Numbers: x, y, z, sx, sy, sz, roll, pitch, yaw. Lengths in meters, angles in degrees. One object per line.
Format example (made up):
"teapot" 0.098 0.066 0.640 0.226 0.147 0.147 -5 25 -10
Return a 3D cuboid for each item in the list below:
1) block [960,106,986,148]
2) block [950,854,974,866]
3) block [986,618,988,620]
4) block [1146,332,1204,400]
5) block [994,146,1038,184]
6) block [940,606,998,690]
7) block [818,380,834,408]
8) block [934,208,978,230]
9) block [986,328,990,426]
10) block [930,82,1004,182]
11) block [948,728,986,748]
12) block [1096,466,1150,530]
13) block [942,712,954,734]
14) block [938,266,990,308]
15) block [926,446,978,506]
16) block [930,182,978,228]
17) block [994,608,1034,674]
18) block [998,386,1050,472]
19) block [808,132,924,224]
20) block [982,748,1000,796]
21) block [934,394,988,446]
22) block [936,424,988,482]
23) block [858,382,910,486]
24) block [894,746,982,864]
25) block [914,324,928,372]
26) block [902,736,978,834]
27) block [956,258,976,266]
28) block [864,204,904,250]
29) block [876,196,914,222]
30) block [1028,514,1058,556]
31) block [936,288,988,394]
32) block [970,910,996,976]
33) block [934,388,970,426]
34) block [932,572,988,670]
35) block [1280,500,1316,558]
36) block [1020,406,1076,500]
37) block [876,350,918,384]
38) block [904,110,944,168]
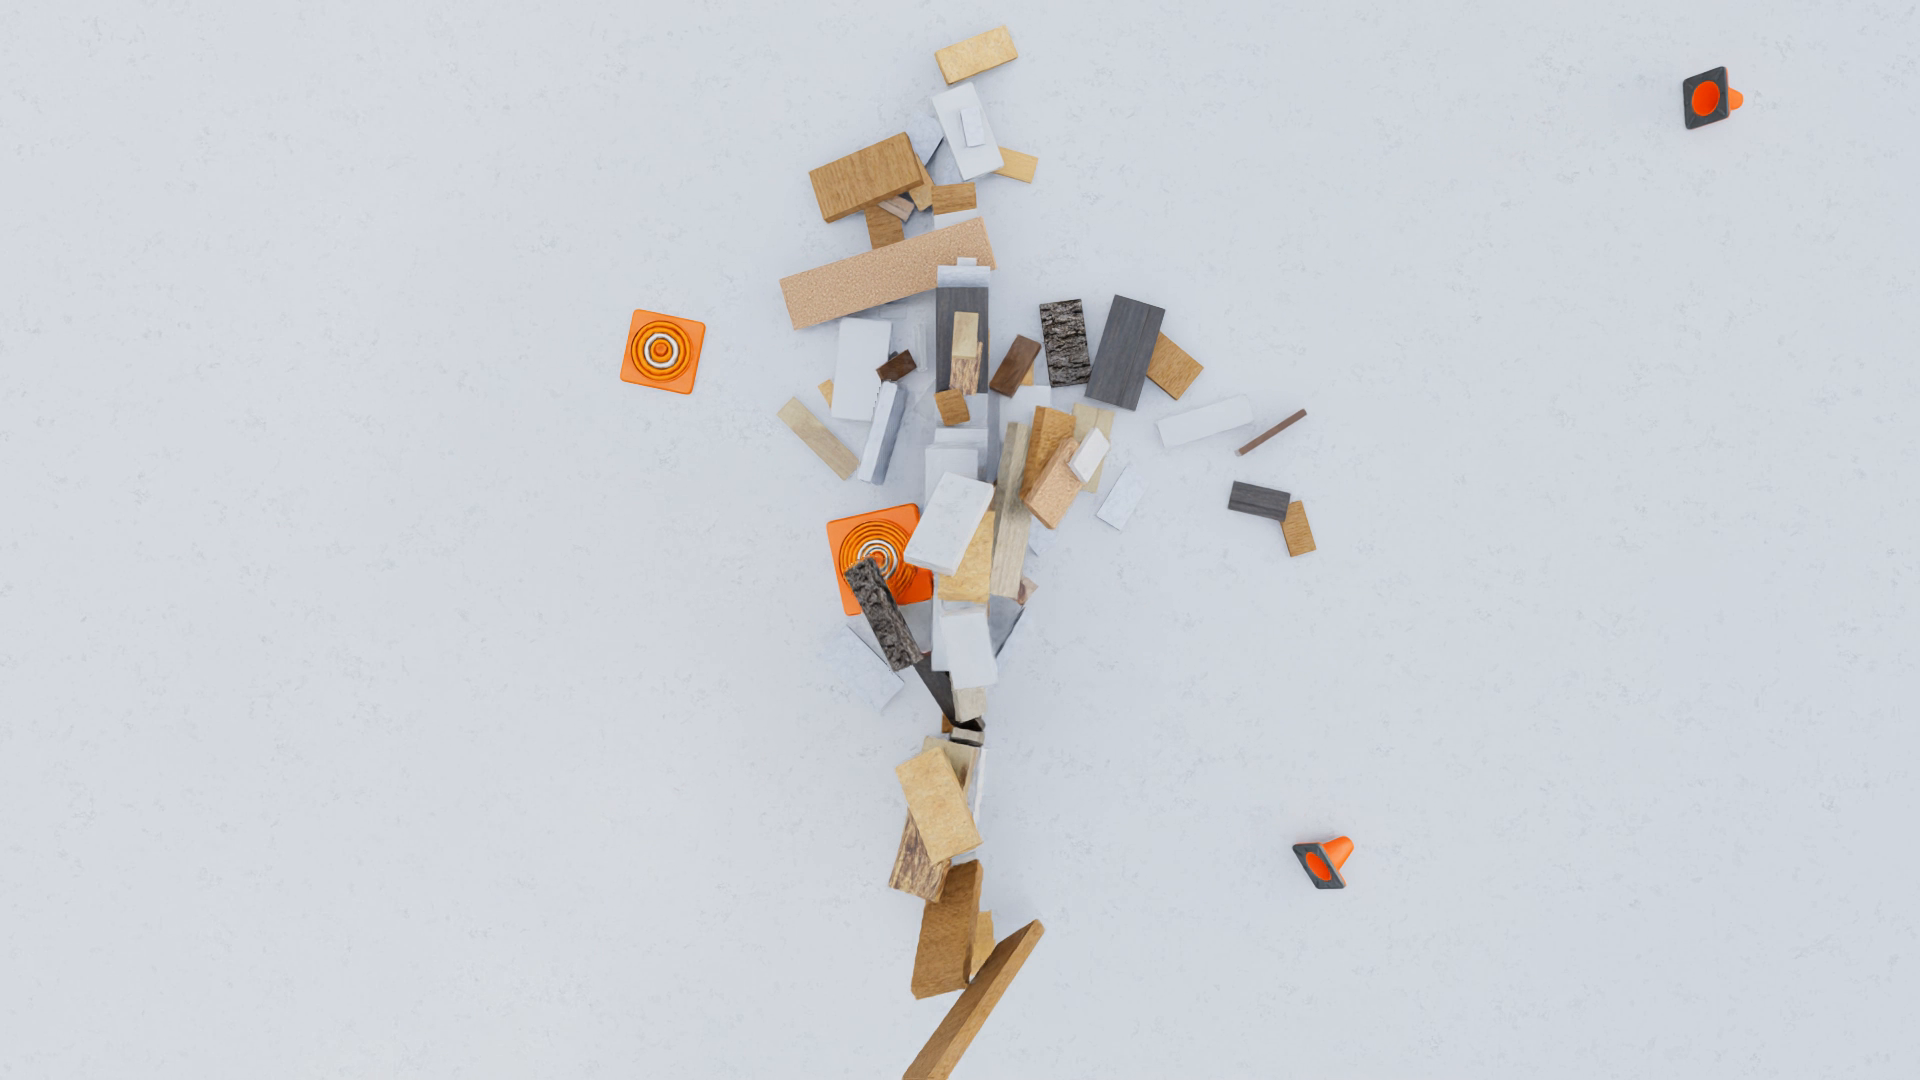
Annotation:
"block" 0.041 -1.345 5.377 0.061 0.017 0.121 -12 93 -7
"block" 0.000 1.021 5.486 0.099 0.028 0.197 0 90 0
"block" 0.001 0.322 5.355 0.167 0.334 0.047 3 51 0
"block" 0.658 -0.605 5.480 0.277 0.039 0.139 40 90 0
"block" 0.168 -1.252 5.488 0.171 0.024 0.086 16 90 0
"block" 0.028 0.333 5.091 0.138 0.039 0.275 -8 122 6
"block" -0.429 -0.483 5.493 0.048 0.014 0.096 -31 90 0
"block" 0.007 -0.929 5.404 0.144 0.041 0.289 -9 100 2
"block" 0.009 -0.527 5.417 0.168 0.048 0.336 1 111 0
"block" 0.023 -1.335 5.404 0.144 0.041 0.289 -22 94 -6
"block" 0.020 0.648 5.392 0.105 0.211 0.030 12 77 -2
"block" 0.542 -0.138 5.486 0.096 0.027 0.192 32 90 0
"block" 0.002 0.535 5.426 0.116 0.033 0.231 3 121 0
"block" 0.009 -0.735 5.374 0.168 0.048 0.336 1 130 0
"block" -0.029 -0.139 5.398 0.169 0.048 0.338 1 107 0
"block" -0.009 -1.024 5.429 0.144 0.041 0.289 -6 100 1
"block" 0.166 0.333 5.427 0.033 0.116 0.231 31 82 -2
"block" 0.213 -0.344 5.476 0.167 0.047 0.334 1 90 0
"block" -0.309 -1.191 5.425 0.349 0.049 0.175 -20 79 11
"block" 0.090 0.766 5.450 0.074 0.021 0.149 5 74 -8
"block" 0.004 -0.416 5.409 0.169 0.048 0.338 1 111 0
"block" 0.003 -0.207 5.427 0.169 0.048 0.338 1 107 0
"block" -0.251 -0.345 5.415 0.046 0.164 0.328 16 90 12
"block" -0.069 0.848 5.271 0.167 0.047 0.335 -27 72 12
"block" -0.130 -0.636 5.461 0.022 0.076 0.152 -3 90 -13
"block" -0.066 0.827 5.379 0.172 0.049 0.345 10 83 22
"block" 0.018 -0.853 5.319 0.061 0.017 0.122 3 130 -4
"block" -0.251 -1.047 5.484 0.112 0.032 0.224 -12 90 0
"block" -0.240 -1.124 5.459 0.175 0.017 0.061 29 90 0
"block" 0.240 -0.041 5.488 0.087 0.025 0.174 -38 90 0
"block" 0.007 -0.640 5.288 0.168 0.048 0.336 0 101 0
"block" 0.063 1.318 5.393 0.099 0.028 0.197 -6 85 -6
"block" -0.025 -0.427 5.309 0.084 0.168 0.024 -12 62 6
"block" 0.001 0.243 5.159 0.167 0.047 0.334 2 100 0
"block" 1.118 -0.038 5.488 0.086 0.024 0.173 -17 90 0
"block" 0.289 -0.269 5.398 0.155 0.044 0.310 13 87 -45
"block" -0.210 -0.567 5.441 0.135 0.019 0.068 -37 110 -28
"block" -0.150 -1.289 5.458 0.119 0.034 0.238 33 102 1
